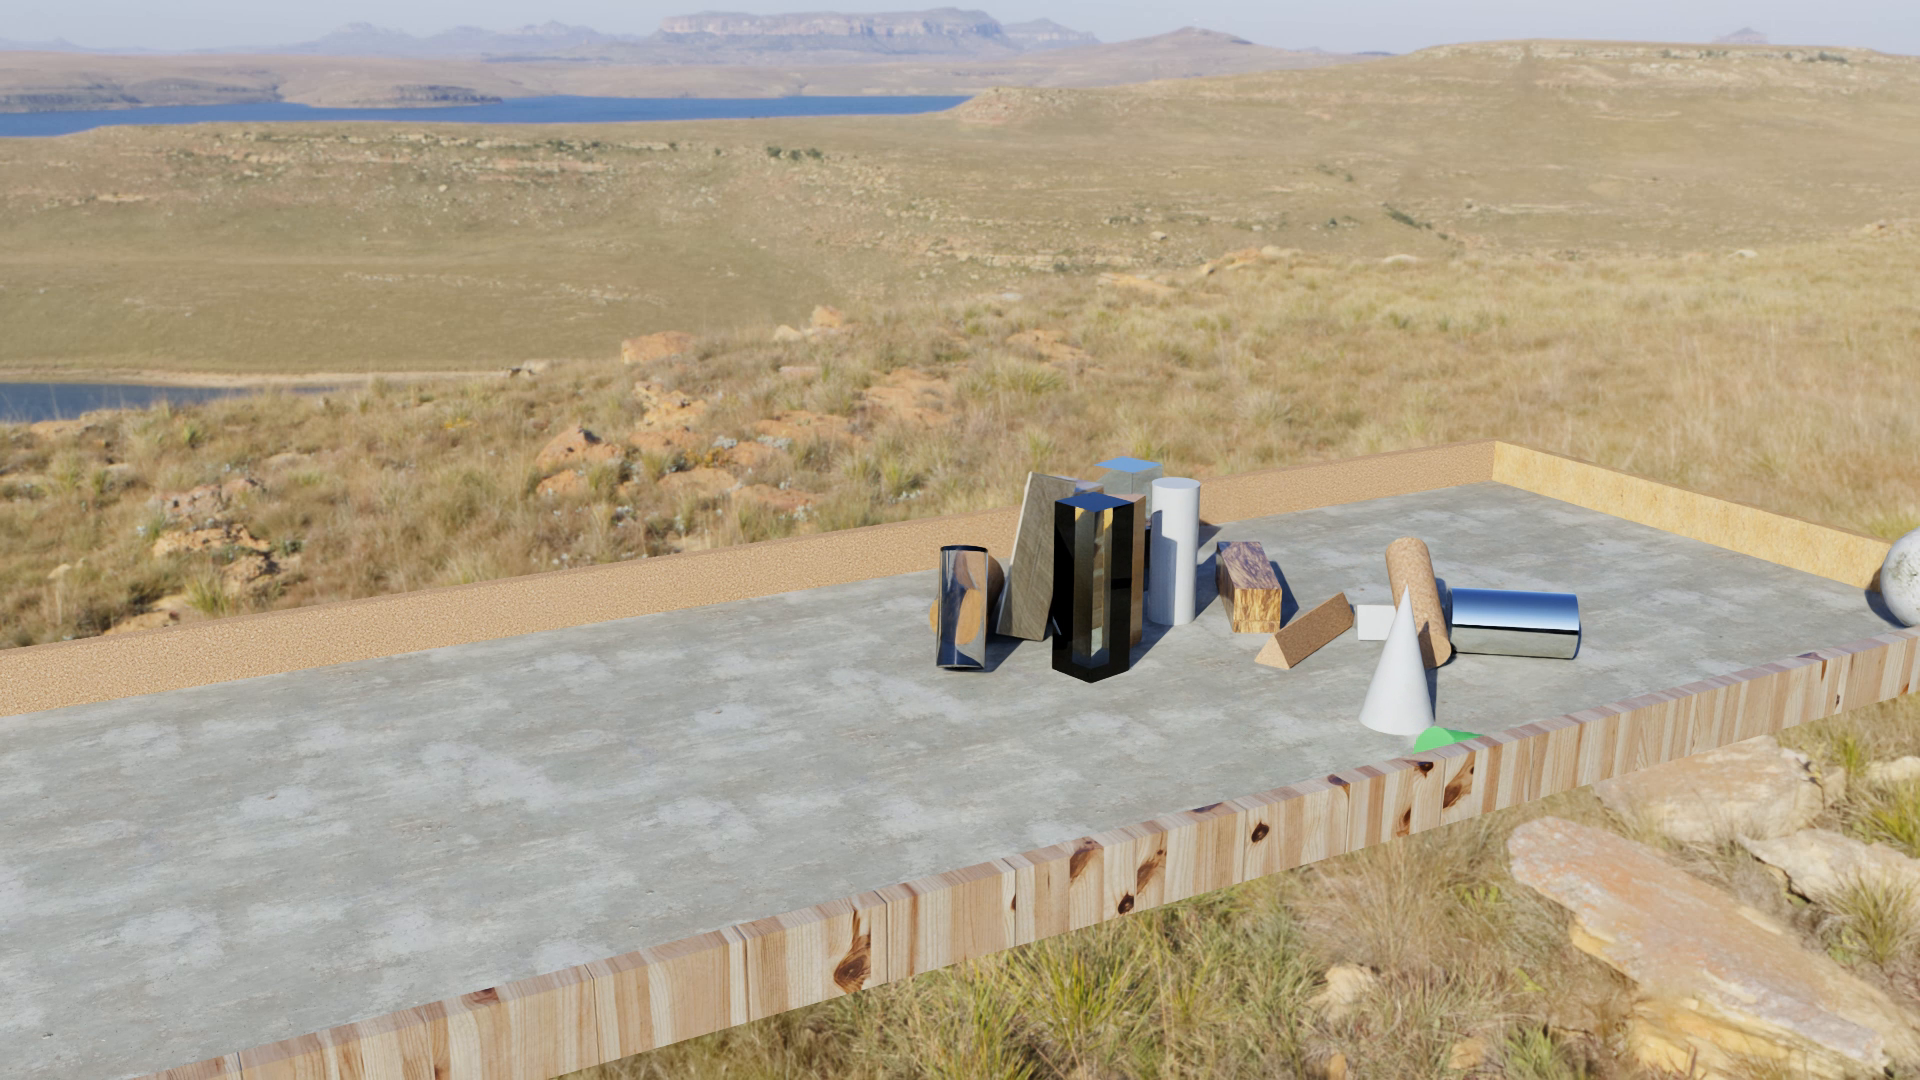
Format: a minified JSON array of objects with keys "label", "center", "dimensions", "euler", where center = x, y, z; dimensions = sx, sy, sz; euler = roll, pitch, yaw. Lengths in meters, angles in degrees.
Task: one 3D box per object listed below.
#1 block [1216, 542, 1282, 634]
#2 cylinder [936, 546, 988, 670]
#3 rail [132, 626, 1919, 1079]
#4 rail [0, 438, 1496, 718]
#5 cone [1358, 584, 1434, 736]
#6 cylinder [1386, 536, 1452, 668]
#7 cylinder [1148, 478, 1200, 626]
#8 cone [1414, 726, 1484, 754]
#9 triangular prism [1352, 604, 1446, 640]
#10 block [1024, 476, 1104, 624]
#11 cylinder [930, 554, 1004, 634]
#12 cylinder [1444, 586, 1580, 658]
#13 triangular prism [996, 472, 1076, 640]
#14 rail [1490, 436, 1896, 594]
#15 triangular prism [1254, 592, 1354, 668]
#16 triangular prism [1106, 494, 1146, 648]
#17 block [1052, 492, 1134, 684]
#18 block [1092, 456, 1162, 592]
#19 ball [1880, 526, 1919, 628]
[{"label":"block","center":[0.816,0.129,4.693],"dimensions":[0.126,0.126,0.453],"euler":[1,16,2]},{"label":"cylinder","center":[0.006,0.173,4.189],"dimensions":[0.124,0.303,0.124],"euler":[2,-10,0]},{"label":"rail","center":[-2.336,1.006,1.665],"dimensions":[12.000,0.150,0.050],"euler":[-9,18,-27]},{"label":"rail","center":[-3.305,0.497,3.399],"dimensions":[12.000,0.150,0.050],"euler":[-9,18,-27]},{"label":"cone","center":[1.032,0.263,3.854],"dimensions":[0.175,0.341,0.175],"euler":[0,16,0]},{"label":"cylinder","center":[1.209,0.161,4.366],"dimensions":[0.117,0.117,0.420],"euler":[2,36,6]},{"label":"cylinder","center":[0.591,0.030,4.563],"dimensions":[0.133,0.388,0.133],"euler":[0,16,0]},{"label":"cone","center":[1.217,0.475,3.612],"dimensions":[0.458,0.143,0.143],"euler":[2,14,-27]},{"label":"triangular prism","center":[1.257,0.218,4.454],"dimensions":[0.370,0.084,0.098],"euler":[1,17,4]},{"label":"block","center":[0.287,0.029,4.587],"dimensions":[0.154,0.377,0.154],"euler":[14,22,40]},{"label":"cylinder","center":[0.022,0.158,4.538],"dimensions":[0.157,0.157,0.355],"euler":[2,17,8]},{"label":"cylinder","center":[1.439,0.216,4.317],"dimensions":[0.311,0.171,0.171],"euler":[3,17,9]},{"label":"triangular prism","center":[0.185,0.039,4.447],"dimensions":[0.136,0.438,0.118],"euler":[11,3,-20]},{"label":"rail","center":[2.466,-0.048,5.253],"dimensions":[0.050,0.150,2.100],"euler":[-9,18,-27]},{"label":"triangular prism","center":[0.931,0.232,4.408],"dimensions":[0.096,0.083,0.439],"euler":[11,20,34]},{"label":"triangular prism","center":[0.430,0.085,4.351],"dimensions":[0.133,0.404,0.153],"euler":[-10,19,-31]},{"label":"block","center":[0.334,0.118,4.161],"dimensions":[0.139,0.446,0.139],"euler":[-14,21,-39]},{"label":"block","center":[0.487,-0.041,4.834],"dimensions":[0.145,0.372,0.145],"euler":[14,22,40]},{"label":"ball","center":[2.650,0.107,4.424],"dimensions":[0.319,0.319,0.319],"euler":[0,16,0]}]
